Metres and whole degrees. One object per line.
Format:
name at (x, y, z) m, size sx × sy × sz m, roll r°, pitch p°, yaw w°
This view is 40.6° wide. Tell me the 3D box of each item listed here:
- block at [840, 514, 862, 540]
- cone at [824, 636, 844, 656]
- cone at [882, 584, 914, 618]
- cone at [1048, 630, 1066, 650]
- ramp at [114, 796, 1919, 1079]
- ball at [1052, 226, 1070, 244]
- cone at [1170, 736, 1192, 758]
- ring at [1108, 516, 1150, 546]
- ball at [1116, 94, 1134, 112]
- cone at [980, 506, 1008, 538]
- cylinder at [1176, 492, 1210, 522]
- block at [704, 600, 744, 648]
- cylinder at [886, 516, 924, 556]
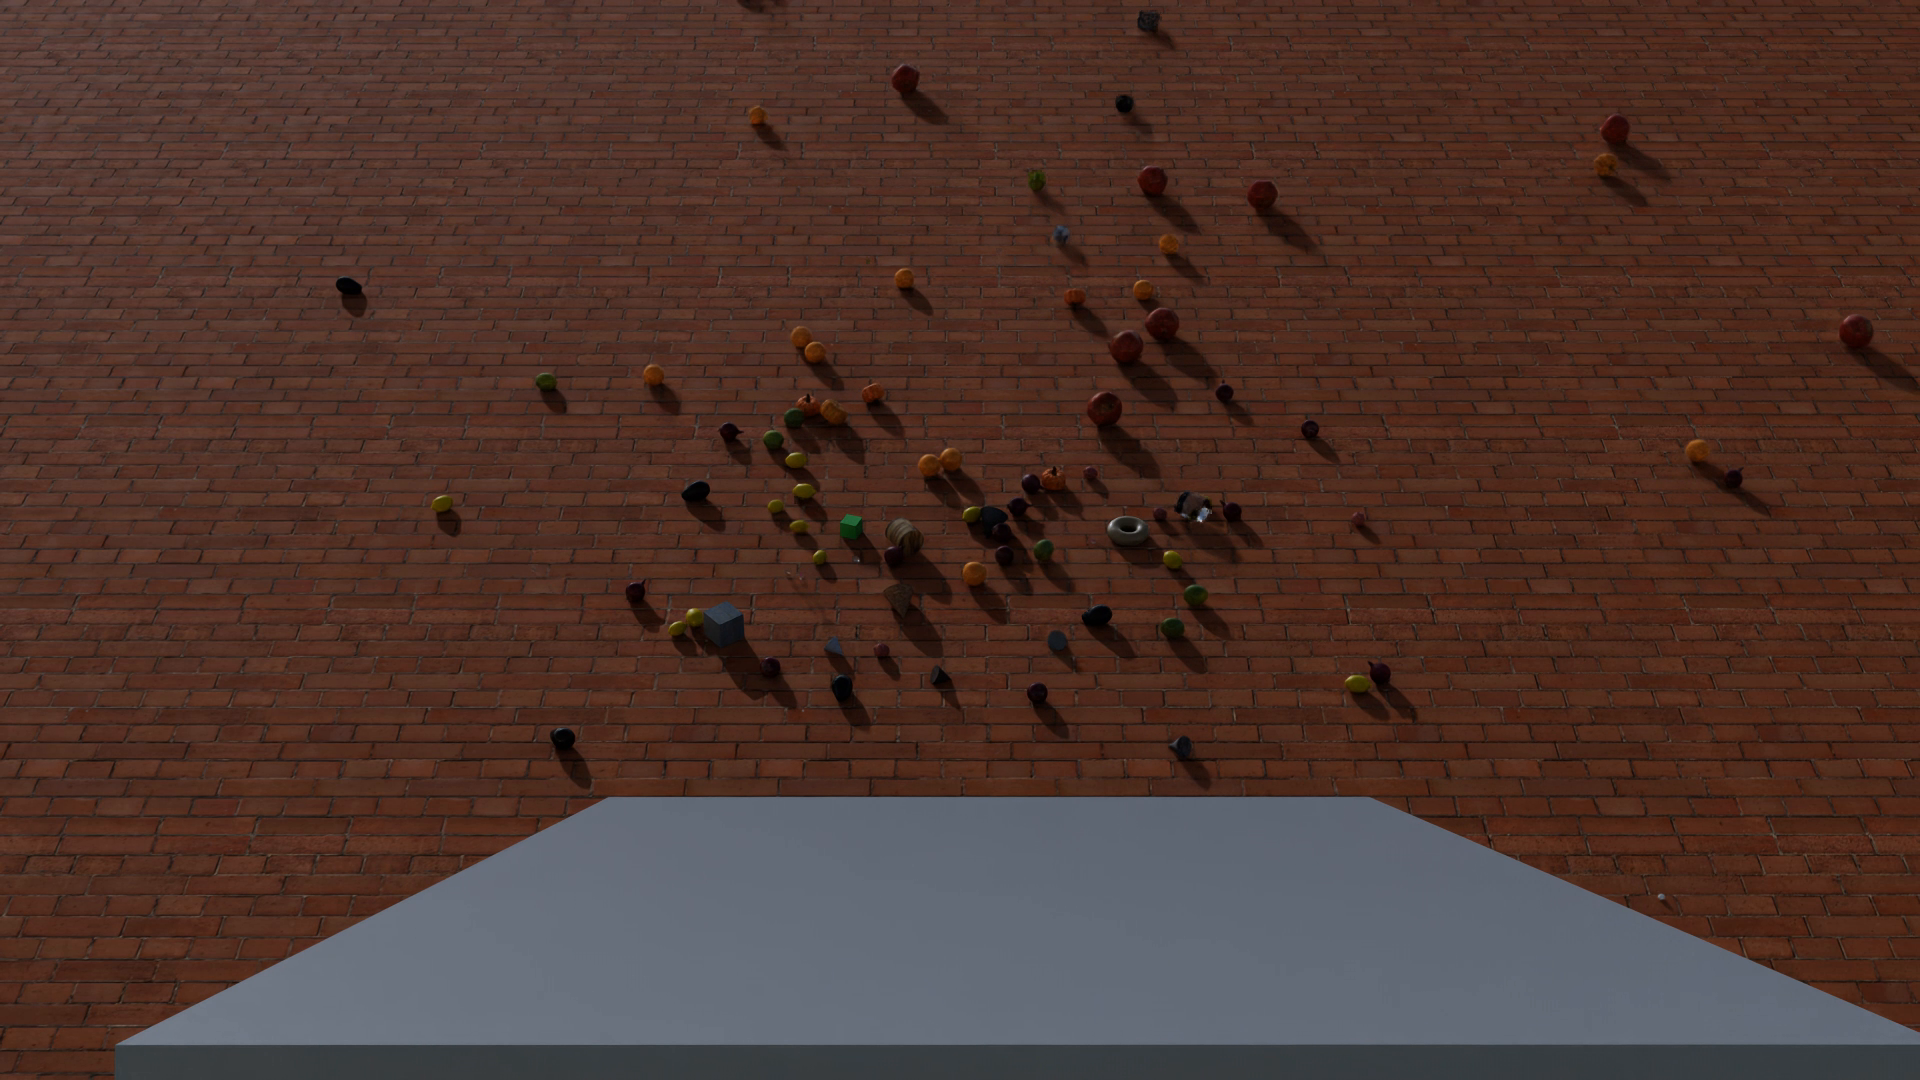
block at (-0.333, -0.040, 7.953) m, size 0.051 × 0.051 × 0.051 m, roll 13°, pitch 37°, yaw 17°
cone at (-0.354, 0.314, 7.470) m, size 0.054 × 0.054 × 0.054 m, roll 42°, pitch 47°, yaw 10°
cone at (-0.173, 0.192, 7.629) m, size 0.095 × 0.095 × 0.095 m, roll -6°, pitch 62°, yaw -9°
cone at (0.291, 0.286, 7.508) m, size 0.059 × 0.059 × 0.059 m, roll 15°, pitch 11°, yaw 21°
ramp at (0.077, 0.664, 4.833) m, size 2.000 × 0.100 × 4.000 m, roll 0°, pitch -2°, yaw 0°
ball at (0.370, -1.113, 9.476) m, size 0.065 × 0.065 × 0.065 m, roll 0°, pitch 35°, yaw 0°
cone at (0.592, 0.565, 7.109) m, size 0.059 × 0.059 × 0.059 m, roll -4°, pitch 24°, yaw 46°
ring at (0.514, -0.027, 7.941) m, size 0.130 × 0.043 × 0.130 m, roll 1°, pitch 36°, yaw -1°
ball at (0.657, -1.742, 10.370) m, size 0.070 × 0.070 × 0.070 m, roll 0°, pitch 35°, yaw 0°
cone at (0.093, -0.041, 7.963) m, size 0.090 × 0.090 × 0.090 m, roll 11°, pitch 63°, yaw 15°
cylinder at (0.720, -0.102, 8.019) m, size 0.077 × 0.077 × 0.077 m, roll 23°, pitch 41°, yaw 29°
block at (-0.683, 0.244, 7.518) m, size 0.083 × 0.083 × 0.083 m, roll -25°, pitch 42°, yaw -31°
cylinder at (-0.169, -0.012, 7.881) m, size 0.087 × 0.087 × 0.087 m, roll -18°, pitch 39°, yaw -24°
